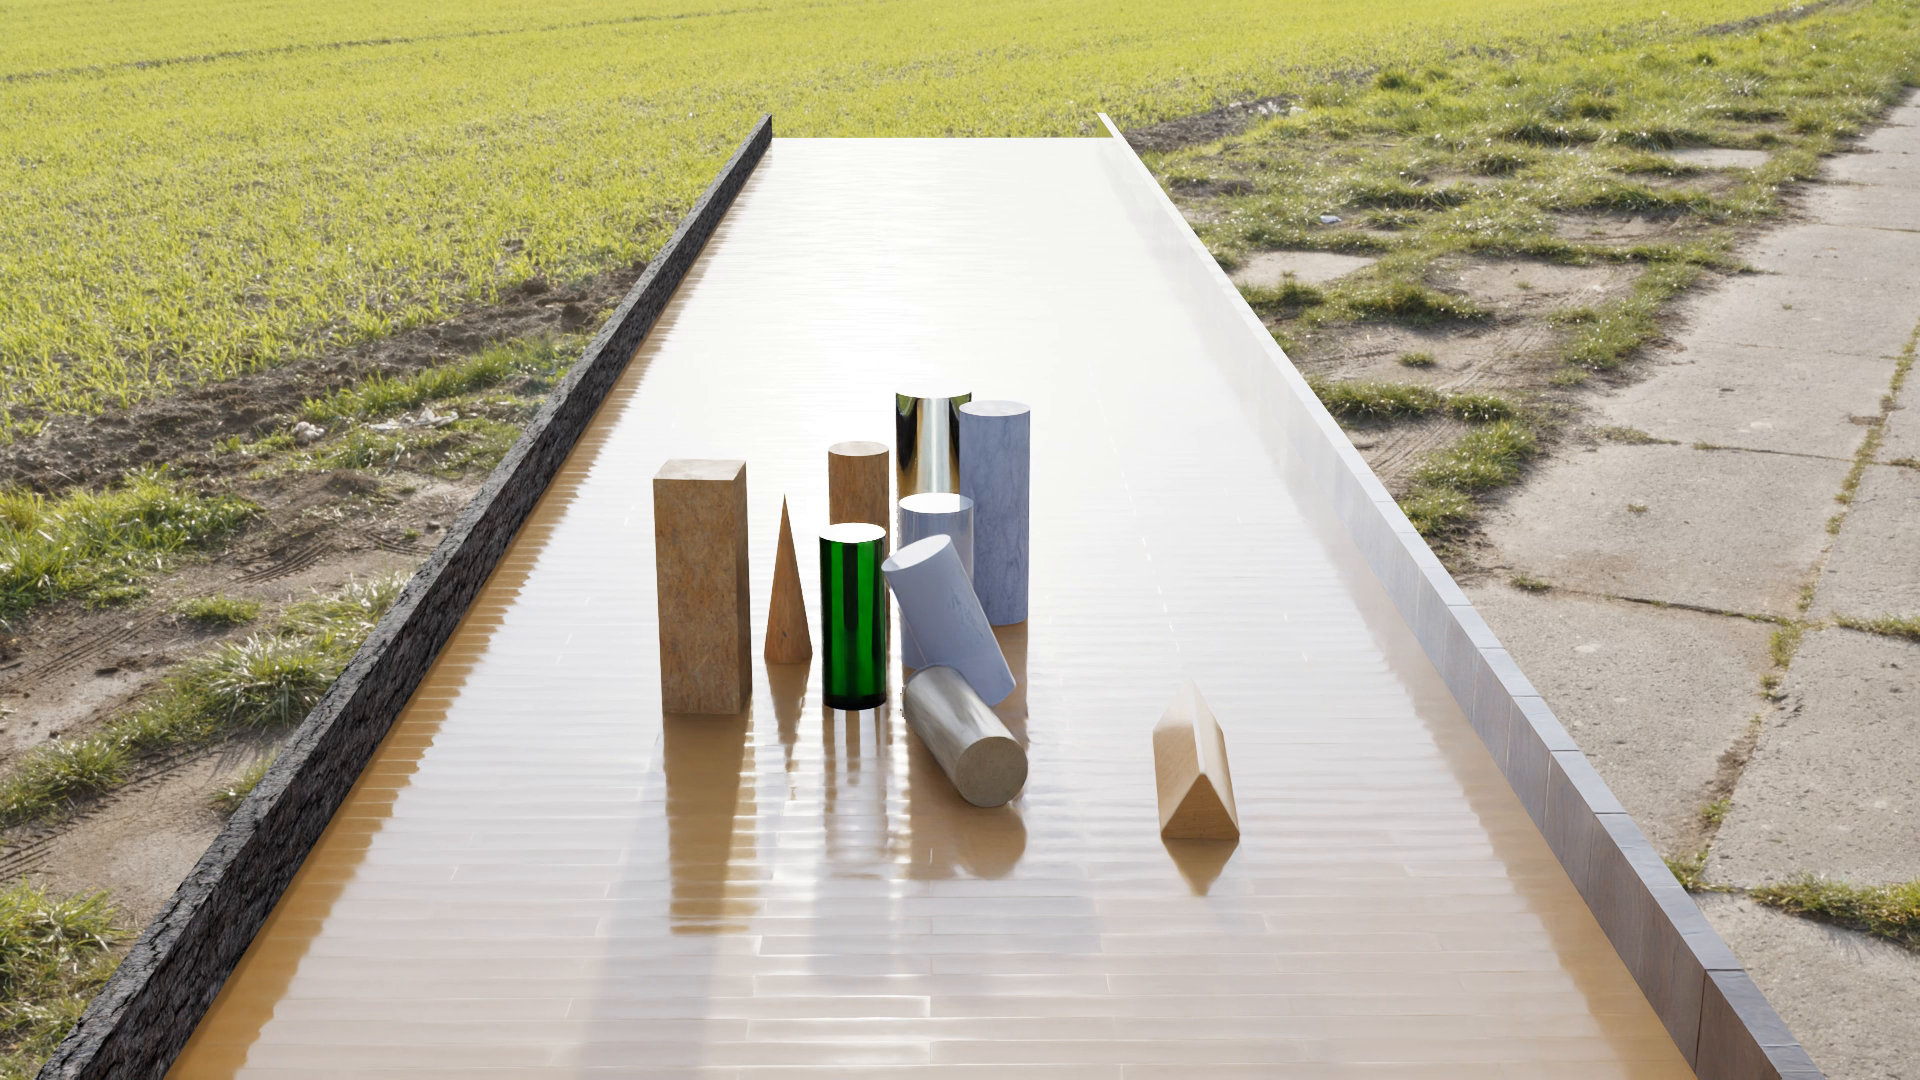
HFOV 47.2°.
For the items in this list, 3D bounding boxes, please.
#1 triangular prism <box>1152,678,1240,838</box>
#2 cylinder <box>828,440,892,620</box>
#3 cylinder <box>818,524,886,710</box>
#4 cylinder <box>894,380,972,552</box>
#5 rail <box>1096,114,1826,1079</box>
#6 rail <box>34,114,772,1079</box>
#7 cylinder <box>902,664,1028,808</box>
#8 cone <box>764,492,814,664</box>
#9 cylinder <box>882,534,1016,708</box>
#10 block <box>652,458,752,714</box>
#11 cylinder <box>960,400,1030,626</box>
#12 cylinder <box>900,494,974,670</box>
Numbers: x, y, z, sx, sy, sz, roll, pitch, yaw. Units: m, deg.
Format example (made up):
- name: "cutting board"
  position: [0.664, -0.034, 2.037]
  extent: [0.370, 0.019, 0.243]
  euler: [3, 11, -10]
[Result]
- name: "triangular prism"
  position: [0.405, 0.366, 3.792]
  extent: [0.127, 0.110, 0.456]
  euler: [1, 17, 3]
- name: "cylinder"
  position: [-0.211, -0.016, 4.638]
  extent: [0.129, 0.366, 0.129]
  euler: [0, 17, 0]
- name: "cylinder"
  position: [-0.202, 0.145, 4.157]
  extent: [0.124, 0.332, 0.124]
  euler: [0, 17, 0]
- name: "cylinder"
  position: [-0.058, -0.123, 4.883]
  extent: [0.170, 0.432, 0.170]
  euler: [0, 17, 0]
- name: "rail"
  position: [0.932, -0.844, 7.801]
  extent: [0.050, 0.150, 12.000]
  euler: [0, 17, -1]
- name: "rail"
  position: [-1.118, -0.838, 7.780]
  extent: [0.050, 0.150, 12.000]
  euler: [0, 17, -1]
- name: "cylinder"
  position: [0.005, 0.339, 3.860]
  extent: [0.129, 0.129, 0.363]
  euler: [-5, 17, -15]
- name: "cone"
  position: [-0.347, 0.066, 4.398]
  extent: [0.101, 0.346, 0.101]
  euler: [0, 17, 0]
- name: "cylinder"
  position: [-0.020, 0.160, 4.092]
  extent: [0.139, 0.311, 0.139]
  euler: [-22, 16, 7]
- name: "block"
  position: [-0.481, 0.087, 4.137]
  extent: [0.148, 0.455, 0.148]
  euler: [1, 17, 4]
- name: "cylinder"
  position: [0.072, -0.058, 4.628]
  extent: [0.148, 0.452, 0.148]
  euler: [0, 17, 0]
- name: "cylinder"
  position: [-0.046, 0.083, 4.375]
  extent: [0.146, 0.326, 0.146]
  euler: [0, 17, 0]
